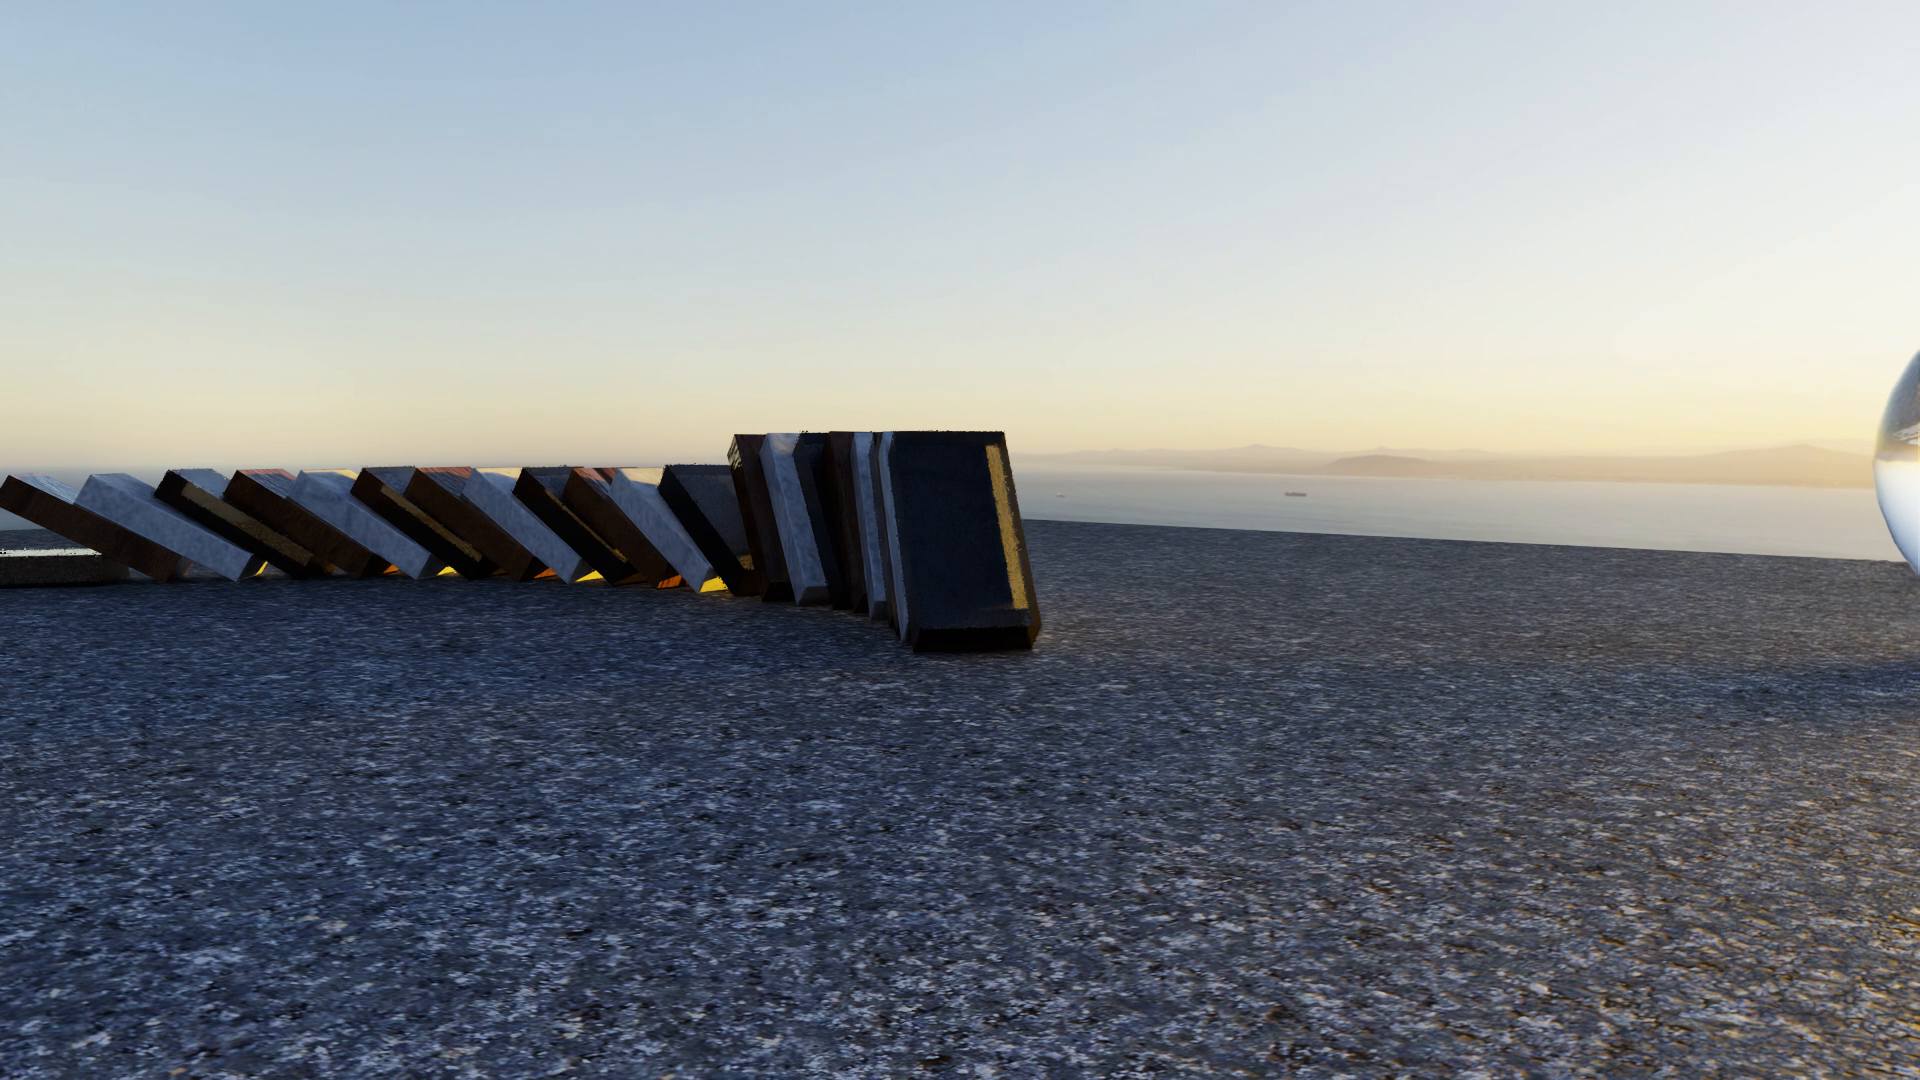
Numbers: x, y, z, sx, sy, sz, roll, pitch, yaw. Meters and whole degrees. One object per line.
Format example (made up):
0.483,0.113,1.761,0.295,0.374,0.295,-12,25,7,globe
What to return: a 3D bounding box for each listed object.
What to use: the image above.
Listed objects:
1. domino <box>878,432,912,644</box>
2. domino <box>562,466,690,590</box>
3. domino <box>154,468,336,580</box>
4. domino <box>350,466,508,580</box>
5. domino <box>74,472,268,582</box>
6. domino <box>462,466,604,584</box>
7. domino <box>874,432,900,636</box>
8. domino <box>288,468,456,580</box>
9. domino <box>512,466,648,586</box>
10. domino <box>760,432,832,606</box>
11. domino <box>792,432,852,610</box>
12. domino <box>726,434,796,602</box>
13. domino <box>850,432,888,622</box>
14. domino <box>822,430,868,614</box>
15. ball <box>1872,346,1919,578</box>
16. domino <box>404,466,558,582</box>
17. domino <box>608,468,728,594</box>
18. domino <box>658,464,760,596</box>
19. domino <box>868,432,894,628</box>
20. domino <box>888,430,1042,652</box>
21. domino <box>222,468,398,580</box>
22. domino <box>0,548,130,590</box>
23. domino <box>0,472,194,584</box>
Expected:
-0.003,-0.002,0.286,0.025,0.050,0.009,-1,-33,-13,domino
-0.096,-0.004,0.393,0.050,0.009,0.025,40,25,26,domino
-0.226,-0.006,0.410,0.050,0.009,0.025,32,1,-5,domino
-0.168,-0.006,0.414,0.050,0.009,0.025,34,11,9,domino
-0.245,-0.004,0.403,0.050,0.009,0.025,30,-3,-13,domino
-0.131,-0.005,0.407,0.050,0.010,0.025,36,18,18,domino
-0.005,-0.002,0.297,0.025,0.050,0.009,-1,-33,-13,domino
-0.187,-0.006,0.415,0.050,0.009,0.025,32,7,4,domino
-0.113,-0.005,0.401,0.050,0.010,0.025,38,21,22,domino
-0.037,-0.007,0.351,0.025,0.050,0.009,-2,-32,-27,domino
-0.026,-0.006,0.343,0.025,0.050,0.009,-2,-32,-27,domino
-0.047,-0.007,0.360,0.025,0.050,0.010,-2,-34,-27,domino
-0.012,-0.004,0.320,0.025,0.050,0.010,-1,-33,-13,domino
-0.019,-0.005,0.333,0.025,0.050,0.009,-1,-33,-22,domino
0.226,-0.016,0.248,0.080,0.080,0.080,0,4,0,ball
-0.150,-0.006,0.411,0.050,0.009,0.025,35,13,12,domino
-0.080,-0.004,0.383,0.050,0.010,0.025,42,28,29,domino
-0.065,-0.004,0.373,0.025,0.009,0.050,-2,39,-43,domino
-0.007,-0.003,0.309,0.025,0.050,0.010,-1,-33,-13,domino
0.000,-0.001,0.274,0.025,0.050,0.010,-1,-33,-13,domino
-0.207,-0.006,0.414,0.050,0.009,0.025,32,5,0,domino
-0.284,0.009,0.388,0.050,0.010,0.025,-1,4,-17,domino
-0.264,-0.004,0.394,0.050,0.010,0.025,30,-5,-19,domino
